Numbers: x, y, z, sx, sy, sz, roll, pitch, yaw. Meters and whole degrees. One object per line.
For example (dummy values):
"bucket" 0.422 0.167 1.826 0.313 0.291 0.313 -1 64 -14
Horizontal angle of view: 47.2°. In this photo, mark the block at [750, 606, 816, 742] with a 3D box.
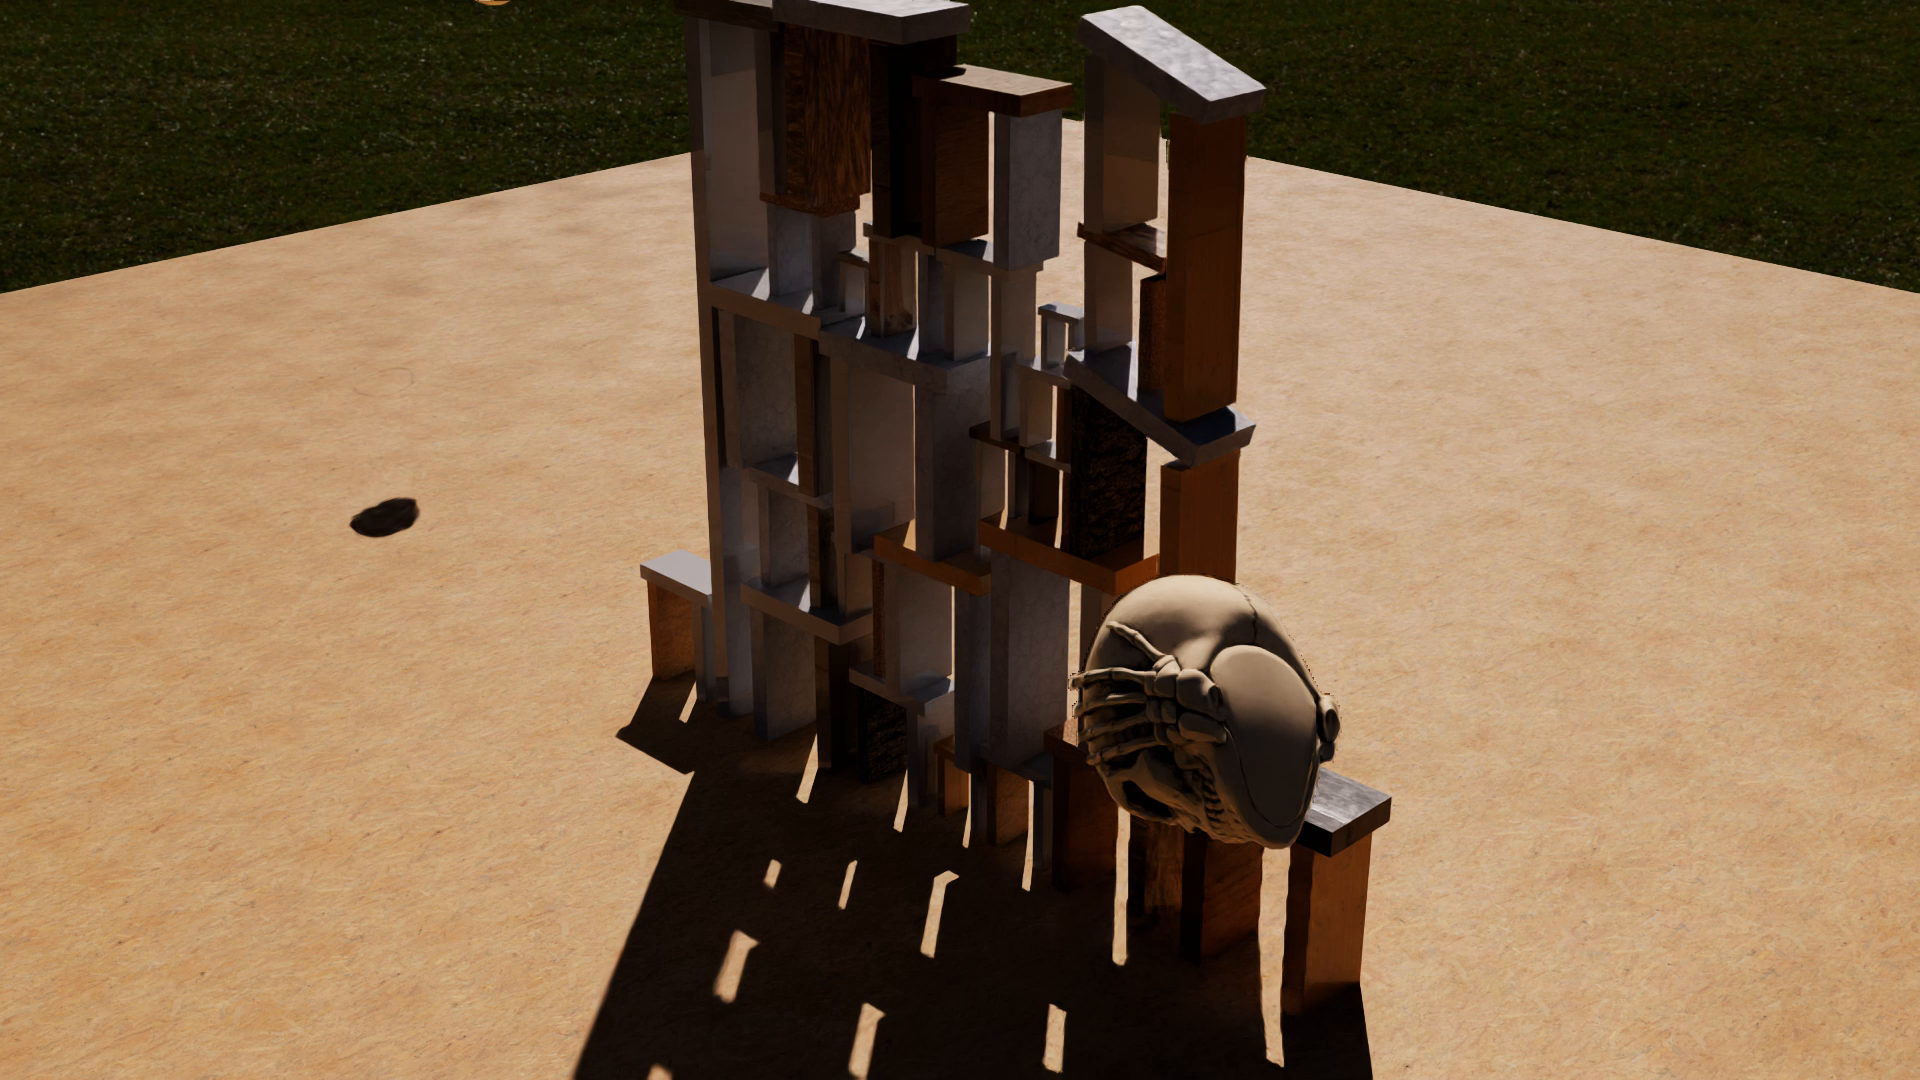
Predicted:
"block" -0.375 0.265 4.740 0.044 0.309 0.154 21 31 40

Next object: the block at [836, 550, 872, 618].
"block" -0.214 0.073 4.485 0.022 0.158 0.079 21 31 41

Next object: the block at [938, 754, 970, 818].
"block" -0.013 0.485 4.441 0.020 0.138 0.069 21 31 41

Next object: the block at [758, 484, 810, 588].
"block" -0.368 -0.024 4.619 0.033 0.230 0.115 20 30 39

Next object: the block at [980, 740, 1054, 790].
"block" 0.138 0.423 4.252 0.093 0.026 0.186 -21 31 -41

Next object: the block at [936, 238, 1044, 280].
"block" 0.053 -0.505 3.944 0.182 0.026 0.091 22 32 40

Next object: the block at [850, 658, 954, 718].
"block" -0.109 0.291 4.467 0.221 0.031 0.111 21 31 41

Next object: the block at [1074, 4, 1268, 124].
"block" 0.337 -0.766 3.531 0.145 0.041 0.290 -22 51 -41

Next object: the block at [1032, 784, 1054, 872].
"block" 0.183 0.538 4.253 0.026 0.186 0.093 21 31 41

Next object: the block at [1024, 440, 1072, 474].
"block" 0.183 -0.149 3.964 0.063 0.018 0.125 -21 31 -40

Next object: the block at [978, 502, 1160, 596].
"block" 0.211 0.008 3.998 0.334 0.047 0.167 21 31 40

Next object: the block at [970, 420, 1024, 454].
"block" 0.086 -0.190 4.047 0.065 0.018 0.131 -22 31 -40

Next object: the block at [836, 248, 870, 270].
"block" -0.184 -0.536 4.196 0.101 0.014 0.050 21 31 41

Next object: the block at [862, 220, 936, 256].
"block" -0.080 -0.566 4.066 0.095 0.027 0.190 -22 31 -40

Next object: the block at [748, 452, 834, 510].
"block" -0.315 -0.123 4.516 0.230 0.033 0.115 21 31 40

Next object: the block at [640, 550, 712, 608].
"block" -0.592 0.086 4.903 0.239 0.034 0.120 21 31 41

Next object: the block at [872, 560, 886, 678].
"block" -0.139 0.148 4.437 0.022 0.257 0.079 21 31 41

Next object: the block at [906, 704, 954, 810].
"block" -0.057 0.428 4.468 0.031 0.221 0.111 21 31 41

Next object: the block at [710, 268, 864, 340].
"block" -0.327 -0.473 4.382 0.334 0.047 0.167 21 31 40

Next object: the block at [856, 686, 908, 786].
"block" -0.161 0.387 4.564 0.031 0.221 0.111 21 31 41

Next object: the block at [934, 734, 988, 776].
"block" 0.020 0.426 4.380 0.138 0.020 0.069 21 31 40

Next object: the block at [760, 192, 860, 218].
"block" -0.291 -0.662 4.258 0.186 0.026 0.093 21 31 40

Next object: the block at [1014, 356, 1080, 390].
"block" 0.169 -0.298 3.909 0.067 0.019 0.134 -21 31 -40

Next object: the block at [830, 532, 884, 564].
"block" -0.177 0.005 4.416 0.157 0.022 0.079 21 31 40

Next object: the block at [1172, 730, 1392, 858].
"block" 0.554 0.435 3.804 0.340 0.048 0.170 21 31 41

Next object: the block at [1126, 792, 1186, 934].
"block" 0.373 0.570 4.055 0.040 0.283 0.142 21 31 41

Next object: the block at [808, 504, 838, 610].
"block" -0.257 0.018 4.521 0.033 0.230 0.115 21 31 40

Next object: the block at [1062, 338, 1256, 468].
"block" 0.338 -0.241 3.750 0.153 0.043 0.307 -22 49 -41

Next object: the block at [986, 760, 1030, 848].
"block" 0.095 0.504 4.334 0.026 0.186 0.093 21 31 41

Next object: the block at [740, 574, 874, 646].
"block" -0.301 0.131 4.605 0.309 0.044 0.154 21 31 40

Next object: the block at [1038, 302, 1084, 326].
"block" 0.188 -0.396 3.849 0.049 0.014 0.097 -21 31 -40

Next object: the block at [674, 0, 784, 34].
"block" -0.391 -1.024 4.219 0.312 0.044 0.156 21 31 41

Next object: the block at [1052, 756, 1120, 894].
"block" 0.239 0.518 4.178 0.040 0.283 0.142 21 31 41

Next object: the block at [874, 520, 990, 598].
"block" -0.014 0.028 4.250 0.291 0.041 0.145 21 31 41

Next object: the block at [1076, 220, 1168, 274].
"block" 0.298 -0.501 3.690 0.190 0.027 0.095 30 36 36

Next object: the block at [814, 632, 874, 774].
"block" -0.229 0.322 4.606 0.154 0.309 0.044 -21 31 -41

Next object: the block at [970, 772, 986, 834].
"block" 0.052 0.511 4.381 0.020 0.138 0.069 21 31 41

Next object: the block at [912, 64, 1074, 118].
"block" 0.055 -0.782 3.820 0.263 0.037 0.131 21 31 40

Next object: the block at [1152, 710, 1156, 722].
"block" 0.374 0.284 3.947 0.045 0.091 0.013 -20 45 -41

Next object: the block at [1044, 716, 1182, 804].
"block" 0.306 0.395 4.053 0.142 0.040 0.283 -21 31 -41

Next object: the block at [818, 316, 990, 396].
"block" -0.087 -0.357 4.159 0.346 0.049 0.173 21 31 40

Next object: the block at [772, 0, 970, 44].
"block" -0.163 -0.955 3.981 0.340 0.048 0.170 21 31 40
